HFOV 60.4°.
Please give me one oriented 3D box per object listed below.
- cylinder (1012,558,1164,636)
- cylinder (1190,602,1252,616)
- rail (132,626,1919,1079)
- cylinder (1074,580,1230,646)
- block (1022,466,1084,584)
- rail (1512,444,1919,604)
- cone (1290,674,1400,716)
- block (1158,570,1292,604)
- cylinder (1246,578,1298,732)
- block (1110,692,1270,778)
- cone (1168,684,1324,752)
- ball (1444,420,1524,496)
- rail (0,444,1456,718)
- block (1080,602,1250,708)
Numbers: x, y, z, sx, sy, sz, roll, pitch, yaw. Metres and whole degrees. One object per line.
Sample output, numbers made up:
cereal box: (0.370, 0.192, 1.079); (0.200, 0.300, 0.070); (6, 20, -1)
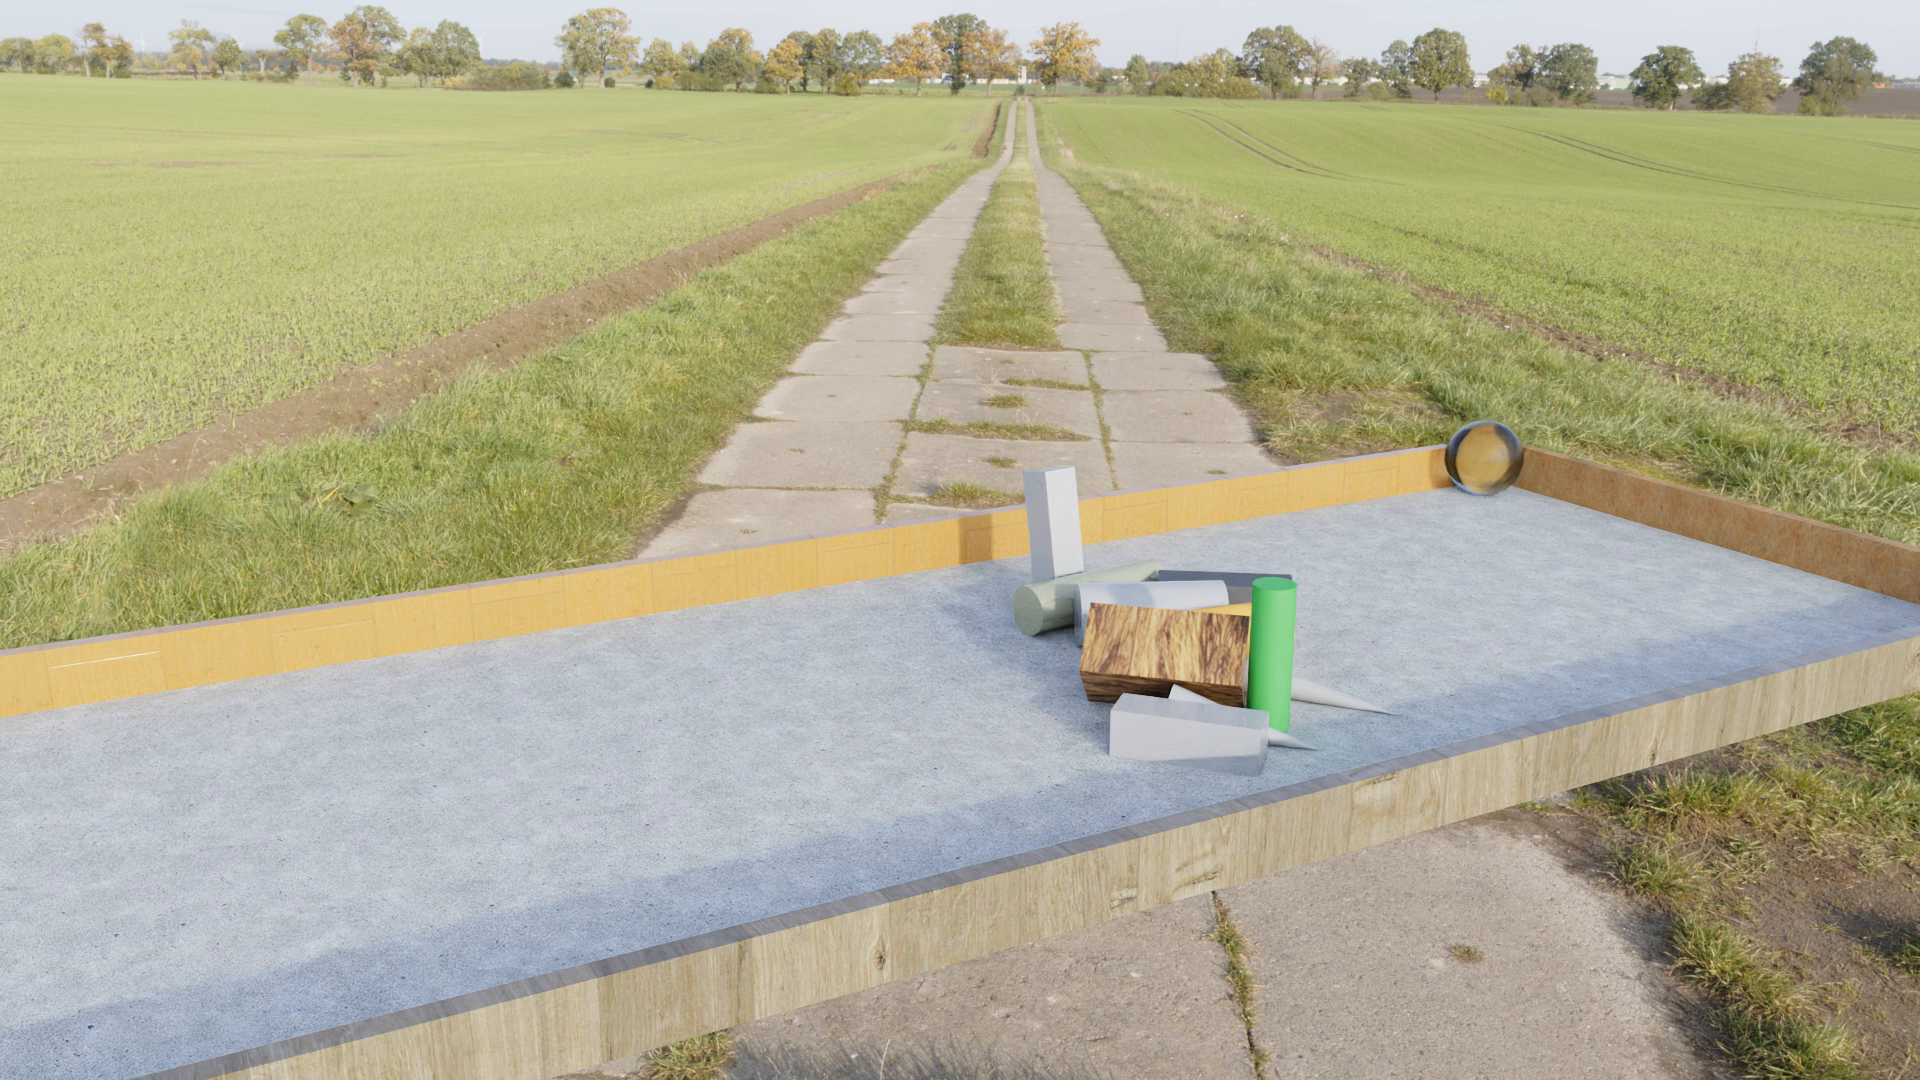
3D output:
cylinder: (0.366, 0.155, 4.587); (0.451, 0.136, 0.136); (-11, 20, -34)
cylinder: (0.624, 0.253, 4.217); (0.436, 0.157, 0.157); (-6, 17, -18)
rail: (-2.336, 1.006, 1.665); (12.000, 0.150, 0.050); (-9, 18, -27)
cylinder: (0.507, 0.194, 4.396); (0.389, 0.167, 0.167); (-1, 16, -4)
block: (0.268, -0.005, 4.653); (0.104, 0.394, 0.104); (-11, 10, -34)
rail: (2.466, -0.048, 5.253); (0.050, 0.150, 2.100); (-9, 18, -27)
cone: (0.857, 0.370, 4.006); (0.448, 0.102, 0.102); (14, 21, 22)
block: (0.730, 0.169, 4.555); (0.365, 0.128, 0.128); (2, 16, 7)
cylinder: (0.720, 0.269, 3.815); (0.101, 0.352, 0.101); (0, 16, 0)
block: (0.511, 0.433, 3.683); (0.334, 0.111, 0.111); (6, 17, 19)
cone: (0.652, 0.435, 3.770); (0.365, 0.122, 0.122); (14, 19, 13)
ball: (1.866, -0.292, 5.869); (0.270, 0.270, 0.270); (0, 16, 0)
rail: (-3.305, 0.497, 3.399); (12.000, 0.150, 0.050); (-9, 18, -27)
block: (0.495, 0.285, 3.934); (0.379, 0.180, 0.180); (4, -28, 15)
